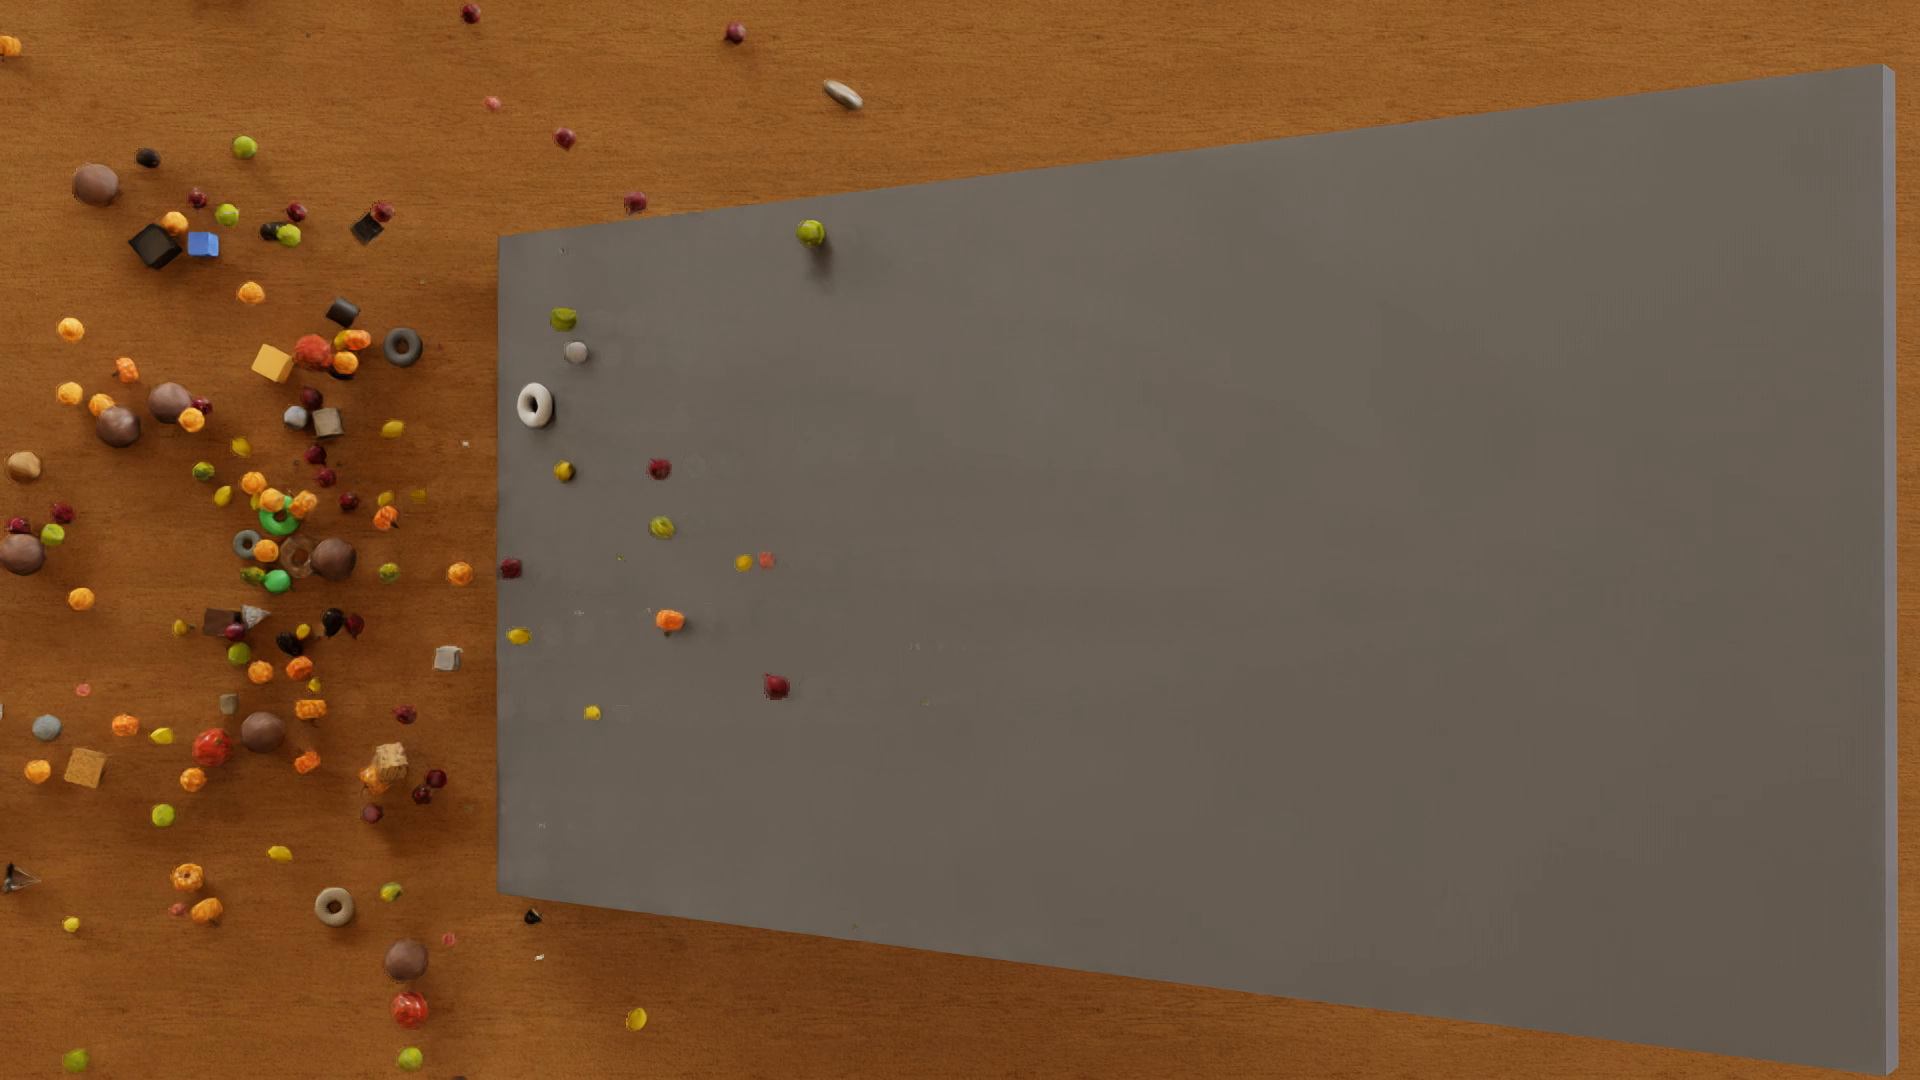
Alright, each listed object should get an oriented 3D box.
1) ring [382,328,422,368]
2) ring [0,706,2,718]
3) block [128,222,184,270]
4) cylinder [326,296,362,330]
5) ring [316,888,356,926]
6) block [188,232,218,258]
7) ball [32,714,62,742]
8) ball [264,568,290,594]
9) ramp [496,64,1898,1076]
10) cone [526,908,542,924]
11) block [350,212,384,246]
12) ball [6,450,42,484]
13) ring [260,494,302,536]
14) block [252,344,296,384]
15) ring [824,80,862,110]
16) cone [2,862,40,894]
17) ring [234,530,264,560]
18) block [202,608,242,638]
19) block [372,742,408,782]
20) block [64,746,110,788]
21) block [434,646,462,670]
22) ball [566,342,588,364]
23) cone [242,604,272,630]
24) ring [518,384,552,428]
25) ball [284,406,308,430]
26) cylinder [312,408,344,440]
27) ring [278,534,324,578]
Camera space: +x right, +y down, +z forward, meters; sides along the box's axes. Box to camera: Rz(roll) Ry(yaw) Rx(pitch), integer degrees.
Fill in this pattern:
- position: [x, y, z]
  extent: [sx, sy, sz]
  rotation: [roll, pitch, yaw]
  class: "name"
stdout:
- position: [-1.714, -0.592, 6.761]
  extent: [0.123, 0.041, 0.123]
  rotation: [0, 90, 1]
  class: "ring"
- position: [-3.002, 0.528, 6.753]
  extent: [0.121, 0.040, 0.121]
  rotation: [0, 88, 1]
  class: "ring"
- position: [-2.463, -0.899, 6.736]
  extent: [0.096, 0.096, 0.096]
  rotation: [-39, 90, 0]
  class: "block"
- position: [-1.888, -0.698, 6.737]
  extent: [0.075, 0.075, 0.075]
  rotation: [34, 90, 3]
  class: "cylinder"
- position: [-1.917, 1.127, 6.749]
  extent: [0.122, 0.041, 0.122]
  rotation: [0, 91, 0]
  class: "ring"
- position: [-2.321, -0.905, 6.746]
  extent: [0.066, 0.066, 0.066]
  rotation: [1, 90, 8]
  class: "block"
- position: [-2.795, 0.575, 6.732]
  extent: [0.082, 0.082, 0.082]
  rotation: [0, 90, 0]
  class: "ball"
- position: [-2.090, 0.128, 6.737]
  extent: [0.078, 0.078, 0.078]
  rotation: [0, 90, 0]
  class: "ball"
- position: [0.238, 0.066, 5.559]
  extent: [4.000, 0.100, 2.000]
  rotation: [0, 89, 36]
  class: "ramp"
- position: [-1.290, 1.156, 6.708]
  extent: [0.051, 0.051, 0.051]
  rotation: [12, 89, 40]
  class: "cone"
- position: [-1.810, -0.946, 6.706]
  extent: [0.066, 0.066, 0.066]
  rotation: [-46, 106, -20]
  class: "block"
- position: [-2.865, -0.223, 6.729]
  extent: [0.100, 0.100, 0.100]
  rotation: [0, 90, 0]
  class: "ball"
- position: [-2.089, -0.076, 6.757]
  extent: [0.128, 0.043, 0.128]
  rotation: [0, 90, -1]
  class: "ring"
- position: [-2.102, -0.539, 6.738]
  extent: [0.085, 0.085, 0.085]
  rotation: [28, 90, 0]
  class: "block"
- position: [-0.356, -1.360, 6.725]
  extent: [0.130, 0.130, 0.043]
  rotation: [35, 107, 0]
  class: "ring"
- position: [-2.873, 1.042, 6.747]
  extent: [0.100, 0.100, 0.100]
  rotation: [12, 90, -27]
  class: "cone"
- position: [-2.189, 0.014, 6.762]
  extent: [0.092, 0.031, 0.092]
  rotation: [0, 89, 1]
  class: "ring"
- position: [-2.261, 0.255, 6.734]
  extent: [0.081, 0.081, 0.081]
  rotation: [9, 90, 0]
  class: "block"
- position: [-1.734, 0.676, 6.692]
  extent: [0.080, 0.080, 0.080]
  rotation: [-6, 55, -28]
  class: "block"
- position: [-2.653, 0.691, 6.683]
  extent: [0.095, 0.095, 0.095]
  rotation: [17, 86, -12]
  class: "block"
- position: [-1.565, 0.361, 6.725]
  extent: [0.059, 0.059, 0.059]
  rotation: [9, 102, 8]
  class: "block"
- position: [-1.124, -0.549, 6.453]
  extent: [0.065, 0.065, 0.065]
  rotation: [0, 90, 0]
  class: "ball"
- position: [-2.155, 0.230, 6.756]
  extent: [0.084, 0.084, 0.084]
  rotation: [-9, 90, -27]
  class: "cone"
- position: [-1.269, -0.400, 6.570]
  extent: [0.134, 0.045, 0.134]
  rotation: [3, 95, 37]
  class: "ring"
- position: [-2.034, -0.376, 6.743]
  extent: [0.073, 0.073, 0.073]
  rotation: [0, 90, 0]
  class: "ball"
- position: [-1.936, -0.358, 6.737]
  extent: [0.081, 0.081, 0.081]
  rotation: [-12, 88, 0]
  class: "cylinder"
- position: [-2.024, 0.049, 6.753]
  extent: [0.137, 0.046, 0.137]
  rotation: [0, 88, -4]
  class: "ring"
